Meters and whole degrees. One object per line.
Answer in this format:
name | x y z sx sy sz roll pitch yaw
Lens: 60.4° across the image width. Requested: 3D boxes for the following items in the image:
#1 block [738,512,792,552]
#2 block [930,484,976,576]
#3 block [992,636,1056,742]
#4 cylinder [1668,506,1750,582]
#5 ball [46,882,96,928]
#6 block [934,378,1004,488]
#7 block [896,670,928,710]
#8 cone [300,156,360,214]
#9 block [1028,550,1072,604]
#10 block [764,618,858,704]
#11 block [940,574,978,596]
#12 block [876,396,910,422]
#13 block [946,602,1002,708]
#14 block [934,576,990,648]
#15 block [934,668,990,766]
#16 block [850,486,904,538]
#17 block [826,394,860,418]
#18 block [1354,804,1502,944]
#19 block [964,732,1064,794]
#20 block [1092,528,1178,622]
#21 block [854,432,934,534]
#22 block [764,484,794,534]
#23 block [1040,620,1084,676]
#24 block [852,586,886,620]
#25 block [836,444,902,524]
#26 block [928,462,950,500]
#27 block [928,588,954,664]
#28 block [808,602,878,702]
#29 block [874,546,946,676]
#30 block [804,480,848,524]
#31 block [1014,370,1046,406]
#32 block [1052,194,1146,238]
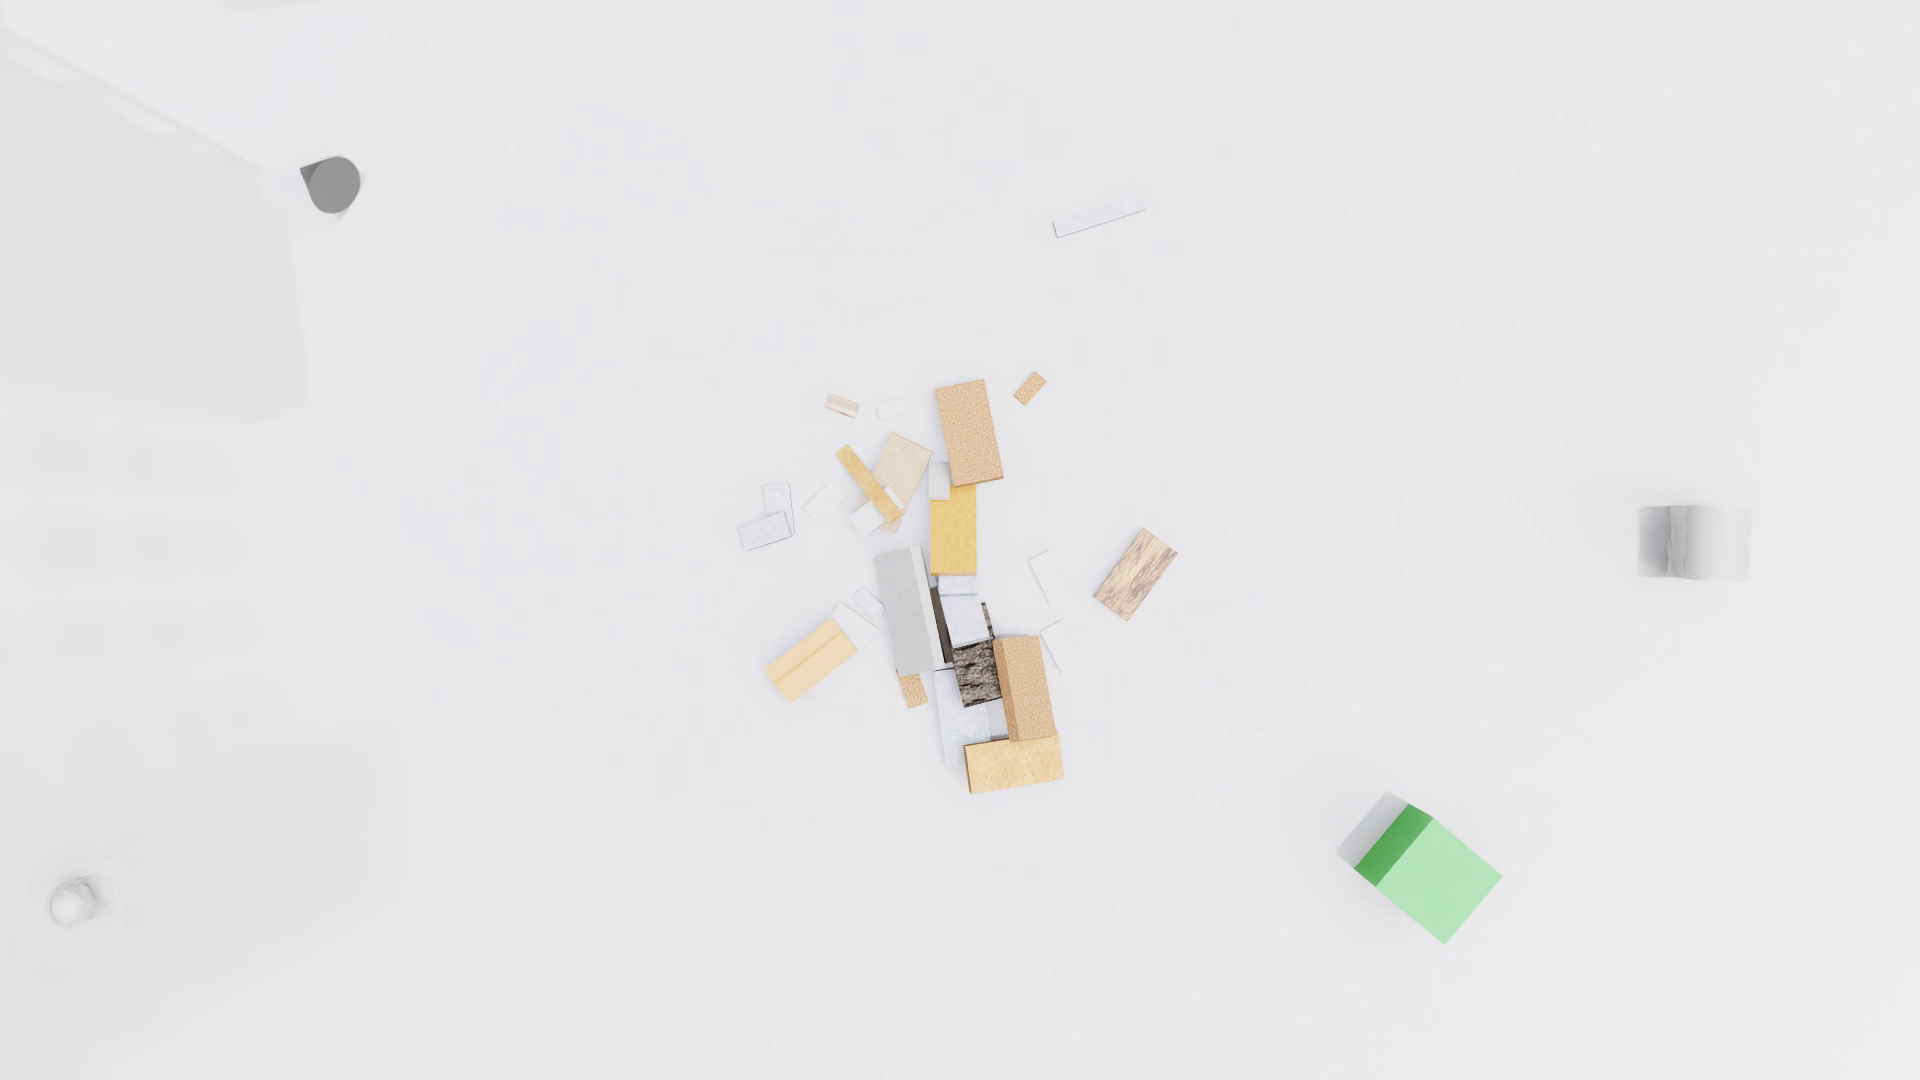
block | -0.646 -0.027 5.467 0.167 0.024 0.084 -18 87 14
block | -0.021 -0.033 5.434 0.151 0.043 0.302 -1 73 0
block | 0.211 0.486 5.400 0.166 0.047 0.333 -2 77 -42
cylinder | 2.441 0.010 5.382 0.238 0.238 0.238 3 90 0
ball | -2.924 1.201 5.428 0.145 0.145 0.145 0 90 0
block | 0.031 -0.352 5.454 0.166 0.047 0.333 -11 82 0
block | -0.160 0.486 5.490 0.069 0.020 0.138 -19 90 0
cone | -2.128 -1.202 5.457 0.192 0.192 0.192 27 90 27
block | 0.301 0.124 5.488 0.081 0.023 0.163 -26 90 0
block | -0.490 0.397 5.437 0.283 0.040 0.141 -38 90 0
block | -0.008 0.060 5.448 0.125 0.035 0.249 -1 73 0
block | -0.222 -0.436 5.493 0.105 0.015 0.053 -17 90 0
block | 0.049 0.379 5.441 0.158 0.045 0.316 -15 77 -2
block | 0.007 0.222 5.437 0.125 0.035 0.249 -14 69 -2
block | 0.011 0.582 5.478 0.158 0.045 0.316 -7 90 0
block | -0.275 -0.093 5.445 0.167 0.024 0.084 -38 90 0
block | -0.391 -0.446 5.493 0.105 0.015 0.053 21 90 0
block | 1.515 1.080 5.357 0.286 0.286 0.286 40 90 0
block | 0.178 0.733 5.446 0.316 0.045 0.158 -8 90 -12
block | 0.582 0.116 5.480 0.141 0.040 0.283 37 90 0
block | -0.221 -0.190 5.479 0.151 0.043 0.302 25 90 0
block | -0.601 -0.100 5.488 0.084 0.024 0.167 -6 90 0
block | 0.341 0.358 5.488 0.081 0.023 0.163 -27 90 0
block | -0.301 0.211 5.492 0.054 0.015 0.109 -44 90 0
block | -0.302 -0.186 5.442 0.054 0.015 0.311 -38 71 0
block | -0.069 -0.196 5.456 0.069 0.020 0.138 -1 59 0
block | -0.097 0.287 5.441 0.035 0.125 0.249 -13 90 -39
block | -0.423 0.373 5.479 0.151 0.043 0.302 35 90 0
block | -0.166 0.235 5.417 0.167 0.047 0.409 -14 86 41
block | -0.448 -0.128 5.490 0.138 0.020 0.069 -44 90 0
block | 0.234 -0.505 5.492 0.054 0.015 0.109 42 90 0
block | 0.465 -1.079 5.493 0.310 0.015 0.053 -18 90 0
